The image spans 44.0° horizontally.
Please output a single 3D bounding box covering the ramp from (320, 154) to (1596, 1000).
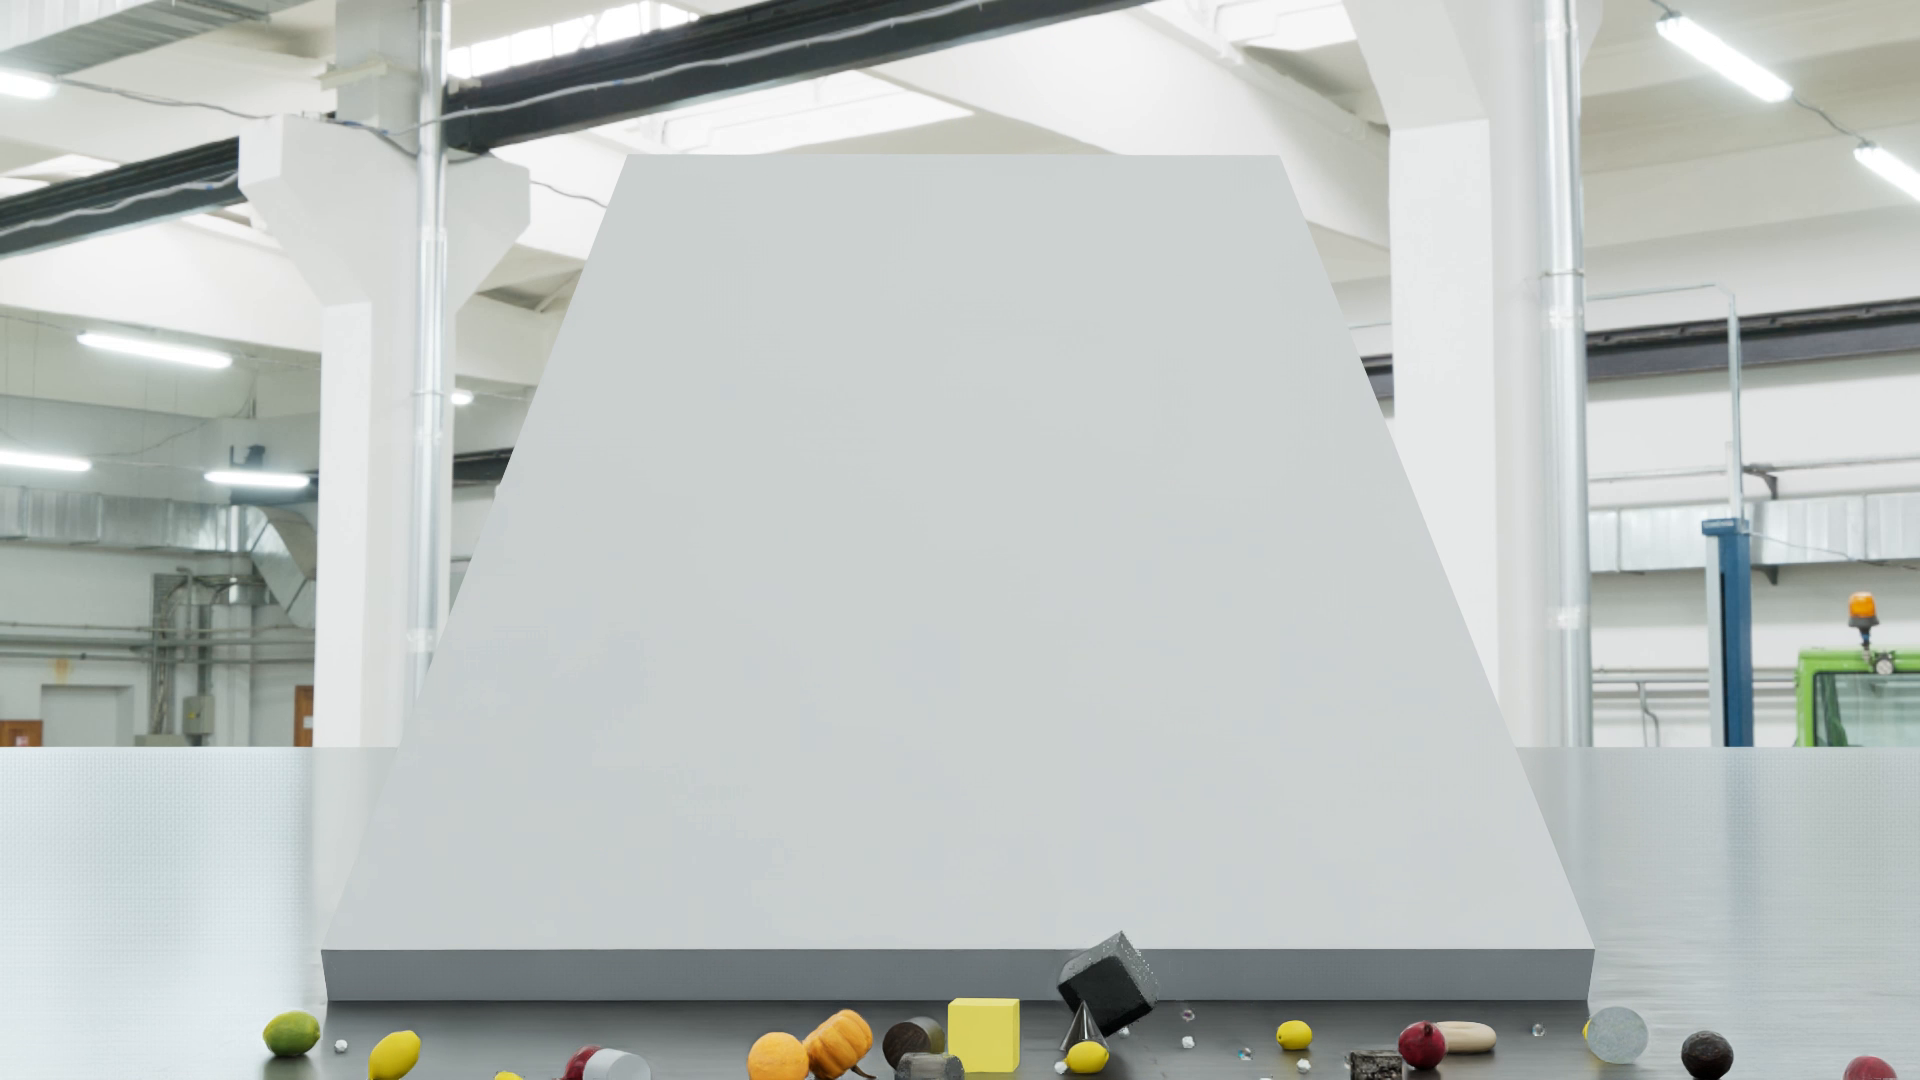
[{"bbox_3d":[-0.011,-0.226,5.526,2.000,0.100,4.000,0,27,0],"label":"ramp"}]

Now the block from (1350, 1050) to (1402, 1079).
[{"bbox_3d":[0.480,0.618,2.738,0.052,0.052,0.052,0,-5,0],"label":"block"}]

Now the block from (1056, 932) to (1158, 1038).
[{"bbox_3d":[0.203,0.613,3.257,0.094,0.094,0.094,-33,2,13],"label":"block"}]

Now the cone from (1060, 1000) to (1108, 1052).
[{"bbox_3d":[0.166,0.648,3.177,0.066,0.066,0.066,0,-5,0],"label":"cone"}]

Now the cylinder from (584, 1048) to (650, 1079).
[{"bbox_3d":[-0.392,0.613,2.711,0.057,0.057,0.057,3,-6,-35],"label":"cylinder"}]

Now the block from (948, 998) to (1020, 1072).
[{"bbox_3d":[0.030,0.625,3.000,0.081,0.081,0.081,-1,-5,7],"label":"block"}]

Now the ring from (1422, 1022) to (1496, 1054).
[{"bbox_3d":[0.666,0.664,3.168,0.098,0.033,0.098,0,-3,0],"label":"ring"}]

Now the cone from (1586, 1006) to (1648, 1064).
[{"bbox_3d":[0.855,0.655,3.075,0.077,0.077,0.077,-2,-32,21],"label":"cone"}]
